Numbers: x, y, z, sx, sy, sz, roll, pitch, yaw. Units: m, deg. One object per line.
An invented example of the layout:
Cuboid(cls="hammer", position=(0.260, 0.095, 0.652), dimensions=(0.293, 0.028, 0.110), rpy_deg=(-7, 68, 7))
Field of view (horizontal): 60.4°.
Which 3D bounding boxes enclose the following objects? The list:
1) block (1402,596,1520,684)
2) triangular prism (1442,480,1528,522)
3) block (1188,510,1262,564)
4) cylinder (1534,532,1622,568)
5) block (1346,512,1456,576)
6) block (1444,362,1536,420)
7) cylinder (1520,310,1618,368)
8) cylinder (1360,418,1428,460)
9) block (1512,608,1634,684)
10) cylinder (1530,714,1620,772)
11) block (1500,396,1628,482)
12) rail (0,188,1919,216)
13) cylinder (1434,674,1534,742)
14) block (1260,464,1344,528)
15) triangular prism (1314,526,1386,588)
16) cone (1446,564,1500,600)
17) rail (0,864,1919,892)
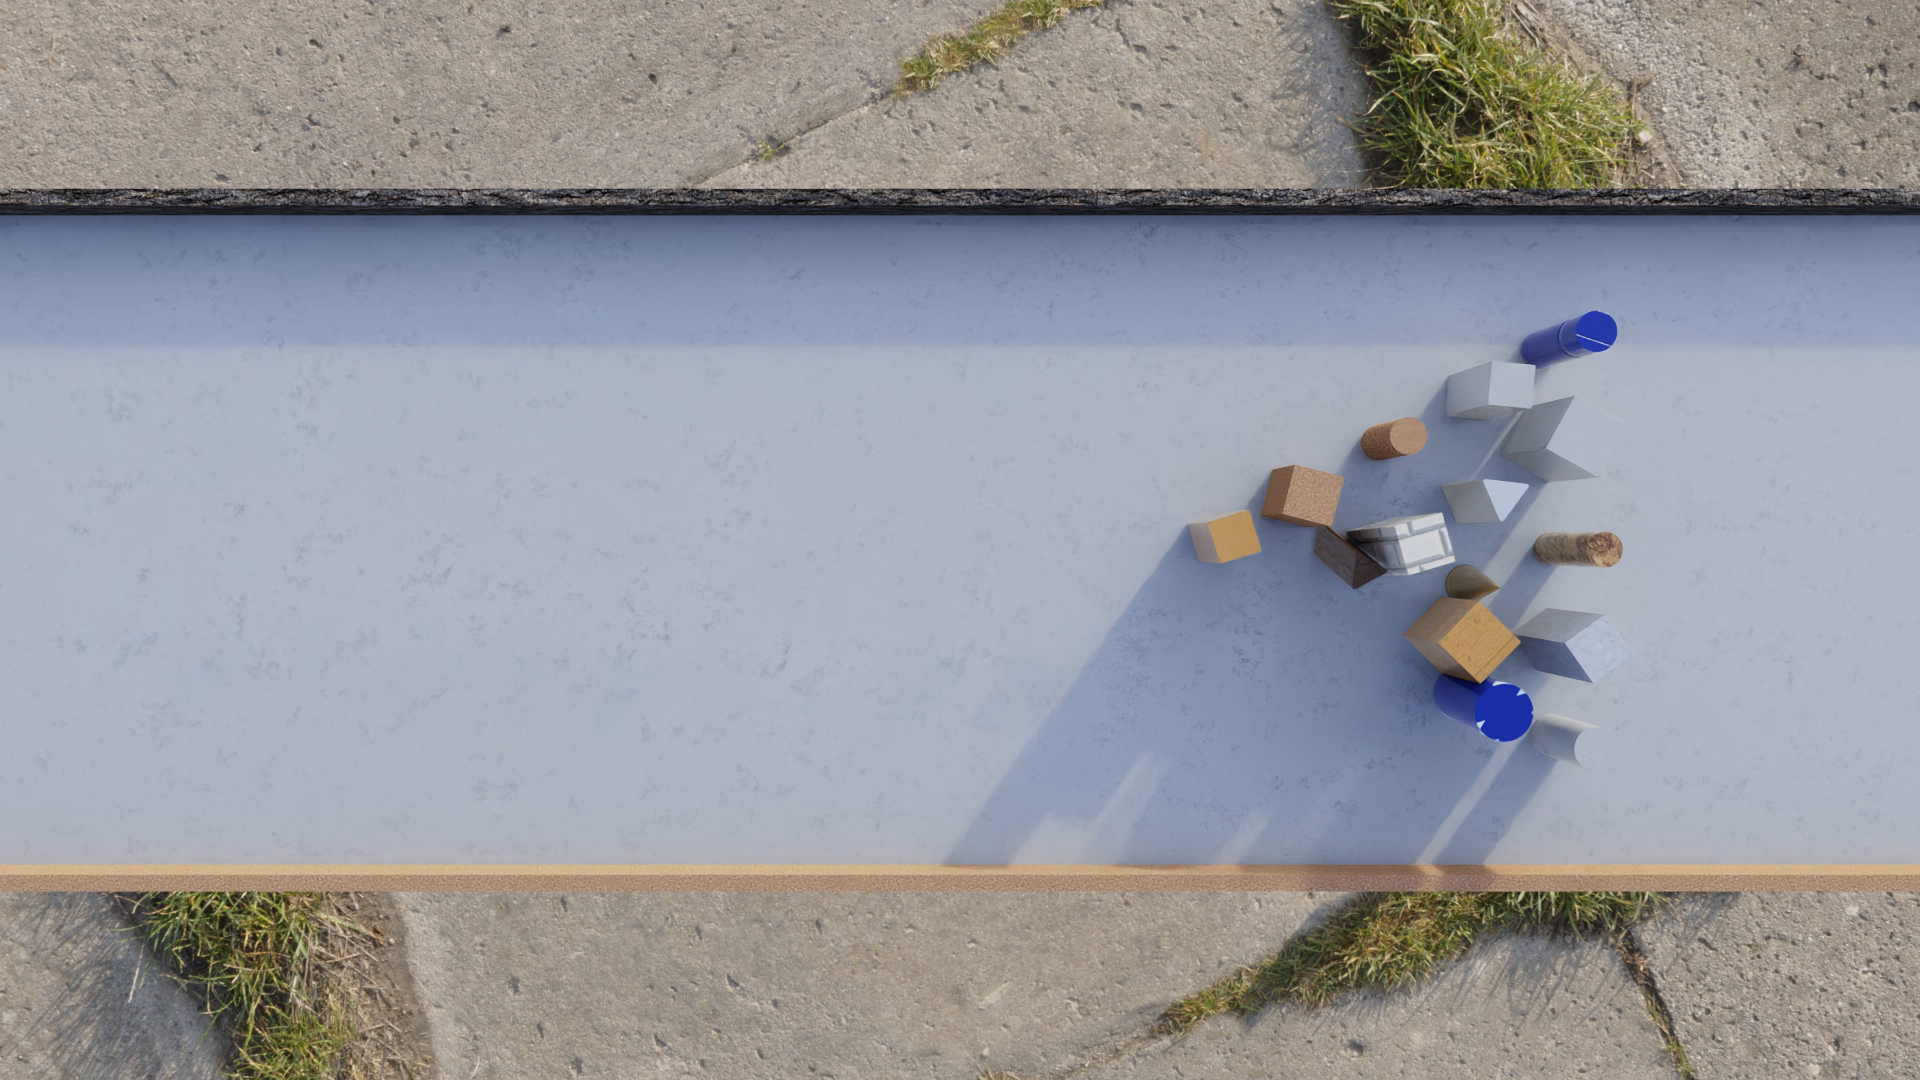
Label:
Cuboid(cls="block", position=(1.481, 0.292, 4.888), dimensions=(0.167, 0.378, 0.167), rpy_deg=(45, 90, 0))
Cuboid(cls="triangular prism", position=(1.527, -0.137, 4.873), dimensions=(0.111, 0.407, 0.128), rpy_deg=(37, 90, 0))
Cuboid(cls="block", position=(0.776, -0.010, 4.869), dimensions=(0.123, 0.416, 0.123), rpy_deg=(-17, 90, 0))
Cuboid(cls="cylinder", position=(1.816, 0.027, 4.860), dimensions=(0.101, 0.433, 0.101), rpy_deg=(0, 90, 0))
Cuboid(cls="block", position=(1.295, 0.017, 4.868), dimensions=(0.144, 0.403, 0.144), rpy_deg=(-16, 90, -7))
Cuboid(cls="block", position=(1.560, -0.438, 4.869), dimensions=(0.123, 0.415, 0.123), rpy_deg=(5, 90, 0))
Cuboid(cls="cylinder", position=(1.784, -0.584, 4.848), dimensions=(0.116, 0.456, 0.116), rpy_deg=(0, 90, 0))
Cuboid(cls="cylinder", position=(1.287, -0.299, 4.904), dimensions=(0.108, 0.345, 0.108), rpy_deg=(0, 90, 0))
Cuboid(cls="block", position=(1.791, 0.305, 4.849), dimensions=(0.138, 0.455, 0.138), rpy_deg=(-35, 90, 0))
Cuboid(cls="cylinder", position=(1.821, 0.599, 4.896), dimensions=(0.130, 0.361, 0.130), rpy_deg=(0, 90, 0))
Cuboid(cls="block", position=(1.778, -0.293, 4.877), dimensions=(0.171, 0.399, 0.171), rpy_deg=(29, 90, 0))
Cuboid(cls="rail", position=(-2.247, -1.025, 5.002), dimensions=(12.000, 0.150, 0.050), rpy_deg=(0, 90, 0))
Cuboid(cls="cylinder", position=(1.538, 0.479, 4.865), dimensions=(0.165, 0.416, 0.165), rpy_deg=(0, 92, 0))
Cuboid(cls="block", position=(1.015, -0.128, 4.905), dimensions=(0.146, 0.342, 0.146), rpy_deg=(14, 90, 0))
Cuboid(cls="triangular prism", position=(1.144, 0.029, 4.913), dimensions=(0.110, 0.312, 0.095), rpy_deg=(-28, 111, 0))
Cuboid(cls="cone", position=(1.556, 0.138, 4.910), dimensions=(0.125, 0.334, 0.125), rpy_deg=(0, 90, 0))
Cuboid(cls="rail", position=(-2.247, 1.025, 5.001), dimensions=(12.000, 0.150, 0.050), rpy_deg=(0, 90, 0))
